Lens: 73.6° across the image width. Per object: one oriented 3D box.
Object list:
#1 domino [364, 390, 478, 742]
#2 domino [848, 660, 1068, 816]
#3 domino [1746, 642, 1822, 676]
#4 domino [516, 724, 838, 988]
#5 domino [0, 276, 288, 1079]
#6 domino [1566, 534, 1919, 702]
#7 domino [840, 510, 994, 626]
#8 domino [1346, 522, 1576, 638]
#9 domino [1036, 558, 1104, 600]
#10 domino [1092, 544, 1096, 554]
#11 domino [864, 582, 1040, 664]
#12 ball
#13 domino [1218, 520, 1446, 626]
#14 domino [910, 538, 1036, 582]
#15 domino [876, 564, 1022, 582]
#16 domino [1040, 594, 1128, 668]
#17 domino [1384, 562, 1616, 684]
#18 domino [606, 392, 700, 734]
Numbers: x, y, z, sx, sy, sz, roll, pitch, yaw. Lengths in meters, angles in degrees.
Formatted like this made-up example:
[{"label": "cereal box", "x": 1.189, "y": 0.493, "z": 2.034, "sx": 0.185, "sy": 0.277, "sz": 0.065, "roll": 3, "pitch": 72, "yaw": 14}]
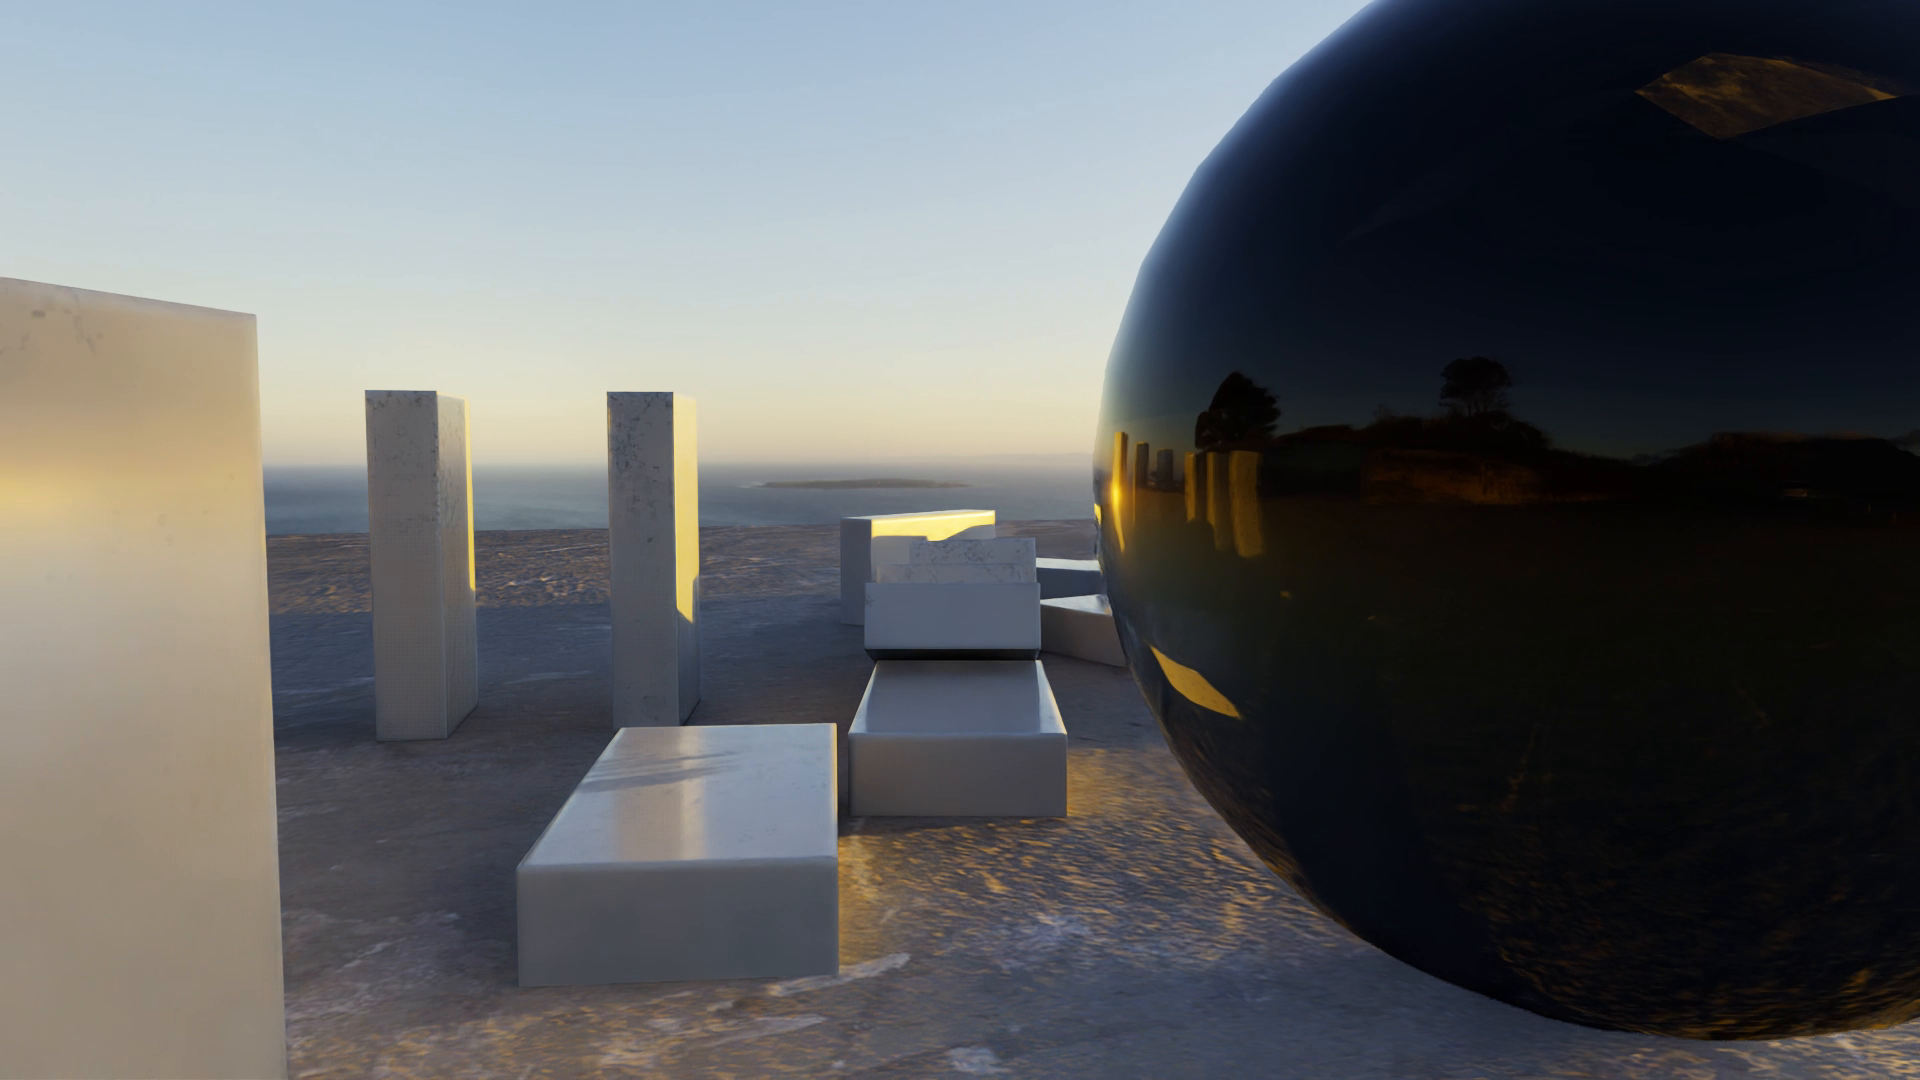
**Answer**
[{"label": "domino", "x": -0.081, "y": 0.003, "z": 0.194, "sx": 0.010, "sy": 0.050, "sz": 0.025, "roll": -1, "pitch": 4, "yaw": -11}, {"label": "domino", "x": 0.000, "y": 0.025, "z": 0.171, "sx": 0.025, "sy": 0.010, "sz": 0.050, "roll": 0, "pitch": 4, "yaw": 0}, {"label": "domino", "x": 0.155, "y": 0.018, "z": 0.262, "sx": 0.050, "sy": 0.009, "sz": 0.025, "roll": -4, "pitch": 6, "yaw": -43}, {"label": "domino", "x": -0.025, "y": 0.028, "z": 0.126, "sx": 0.025, "sy": 0.010, "sz": 0.050, "roll": 0, "pitch": 4, "yaw": -6}, {"label": "domino", "x": -0.047, "y": 0.013, "z": 0.065, "sx": 0.010, "sy": 0.050, "sz": 0.025, "roll": 1, "pitch": 4, "yaw": 7}, {"label": "domino", "x": 0.138, "y": 0.013, "z": 0.227, "sx": 0.050, "sy": 0.009, "sz": 0.025, "roll": -20, "pitch": 8, "yaw": -8}, {"label": "domino", "x": -0.010, "y": 0.006, "z": 0.322, "sx": 0.009, "sy": 0.025, "sz": 0.050, "roll": 3, "pitch": 5, "yaw": 37}, {"label": "domino", "x": 0.117, "y": 0.008, "z": 0.295, "sx": 0.025, "sy": 0.010, "sz": 0.050, "roll": 4, "pitch": 16, "yaw": -32}, {"label": "domino", "x": 0.029, "y": 0.011, "z": 0.353, "sx": 0.050, "sy": 0.010, "sz": 0.025, "roll": 3, "pitch": 5, "yaw": 33}, {"label": "domino", "x": 0.063, "y": 0.006, "z": 0.338, "sx": 0.050, "sy": 0.009, "sz": 0.025, "roll": 21, "pitch": 15, "yaw": 32}, {"label": "domino", "x": -0.001, "y": 0.016, "z": 0.207, "sx": 0.025, "sy": 0.009, "sz": 0.050, "roll": 0, "pitch": -11, "yaw": 0}, {"label": "ball", "x": 0.050, "y": -0.005, "z": 0.097, "sx": 0.080, "sy": 0.080, "sz": 0.080, "roll": 0, "pitch": 4, "yaw": 0}, {"label": "domino", "x": 0.093, "y": 0.007, "z": 0.319, "sx": 0.025, "sy": 0.009, "sz": 0.050, "roll": -1, "pitch": 19, "yaw": -43}, {"label": "domino", "x": 0.003, "y": 0.010, "z": 0.278, "sx": 0.025, "sy": 0.009, "sz": 0.050, "roll": -2, "pitch": -12, "yaw": 1}, {"label": "domino", "x": -0.002, "y": 0.013, "z": 0.244, "sx": 0.025, "sy": 0.010, "sz": 0.050, "roll": 0, "pitch": -11, "yaw": 0}, {"label": "domino", "x": 0.038, "y": 0.019, "z": 0.257, "sx": 0.025, "sy": 0.009, "sz": 0.050, "roll": -3, "pitch": 5, "yaw": -36}, {"label": "domino", "x": 0.102, "y": 0.015, "z": 0.241, "sx": 0.025, "sy": 0.010, "sz": 0.050, "roll": -29, "pitch": -15, "yaw": 37}, {"label": "domino", "x": -0.047, "y": 0.003, "z": 0.199, "sx": 0.010, "sy": 0.050, "sz": 0.025, "roll": 0, "pitch": 4, "yaw": -4}]
